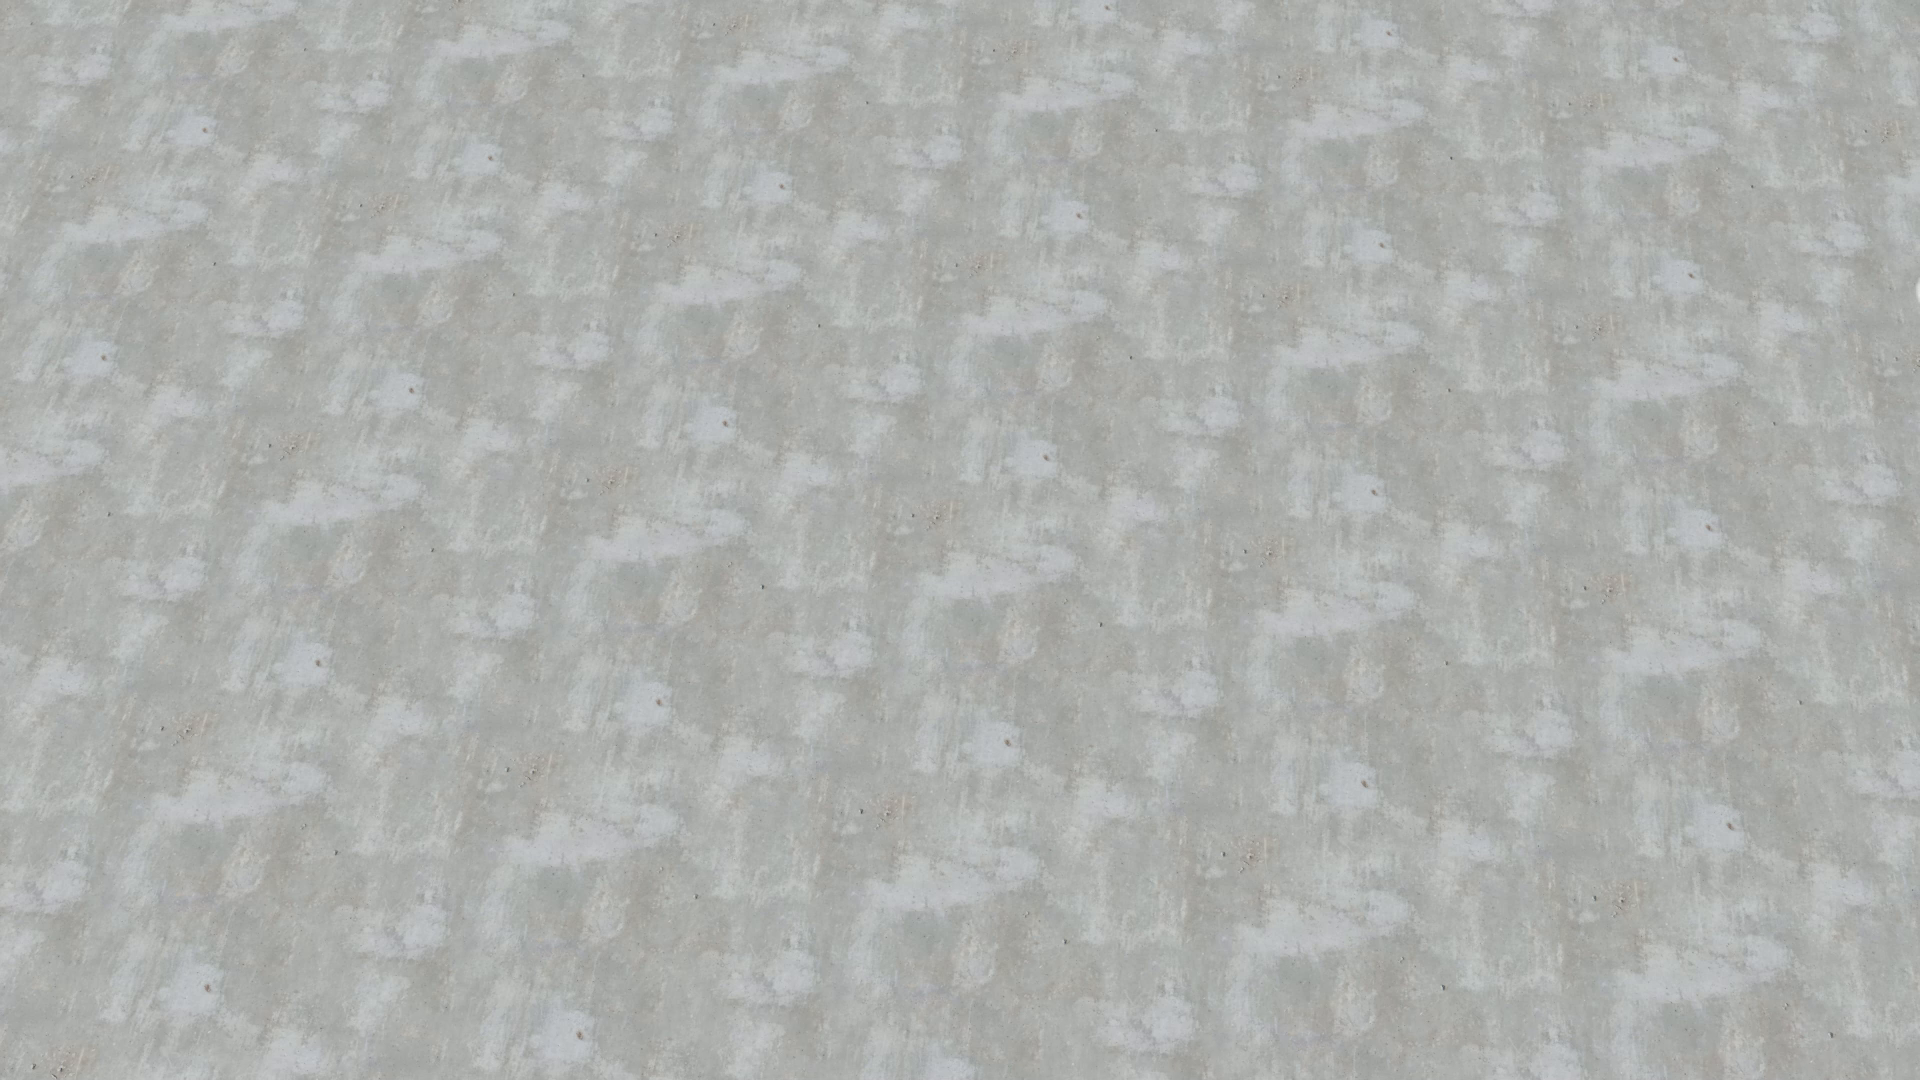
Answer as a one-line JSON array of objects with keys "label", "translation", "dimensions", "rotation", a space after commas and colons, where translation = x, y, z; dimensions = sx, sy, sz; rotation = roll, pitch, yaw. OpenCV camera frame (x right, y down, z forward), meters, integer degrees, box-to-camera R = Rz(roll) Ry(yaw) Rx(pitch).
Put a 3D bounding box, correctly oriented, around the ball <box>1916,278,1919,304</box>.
[{"label": "ball", "translation": [1.830, -0.462, 4.060], "dimensions": [0.119, 0.119, 0.119], "rotation": [0, 56, 0]}]
